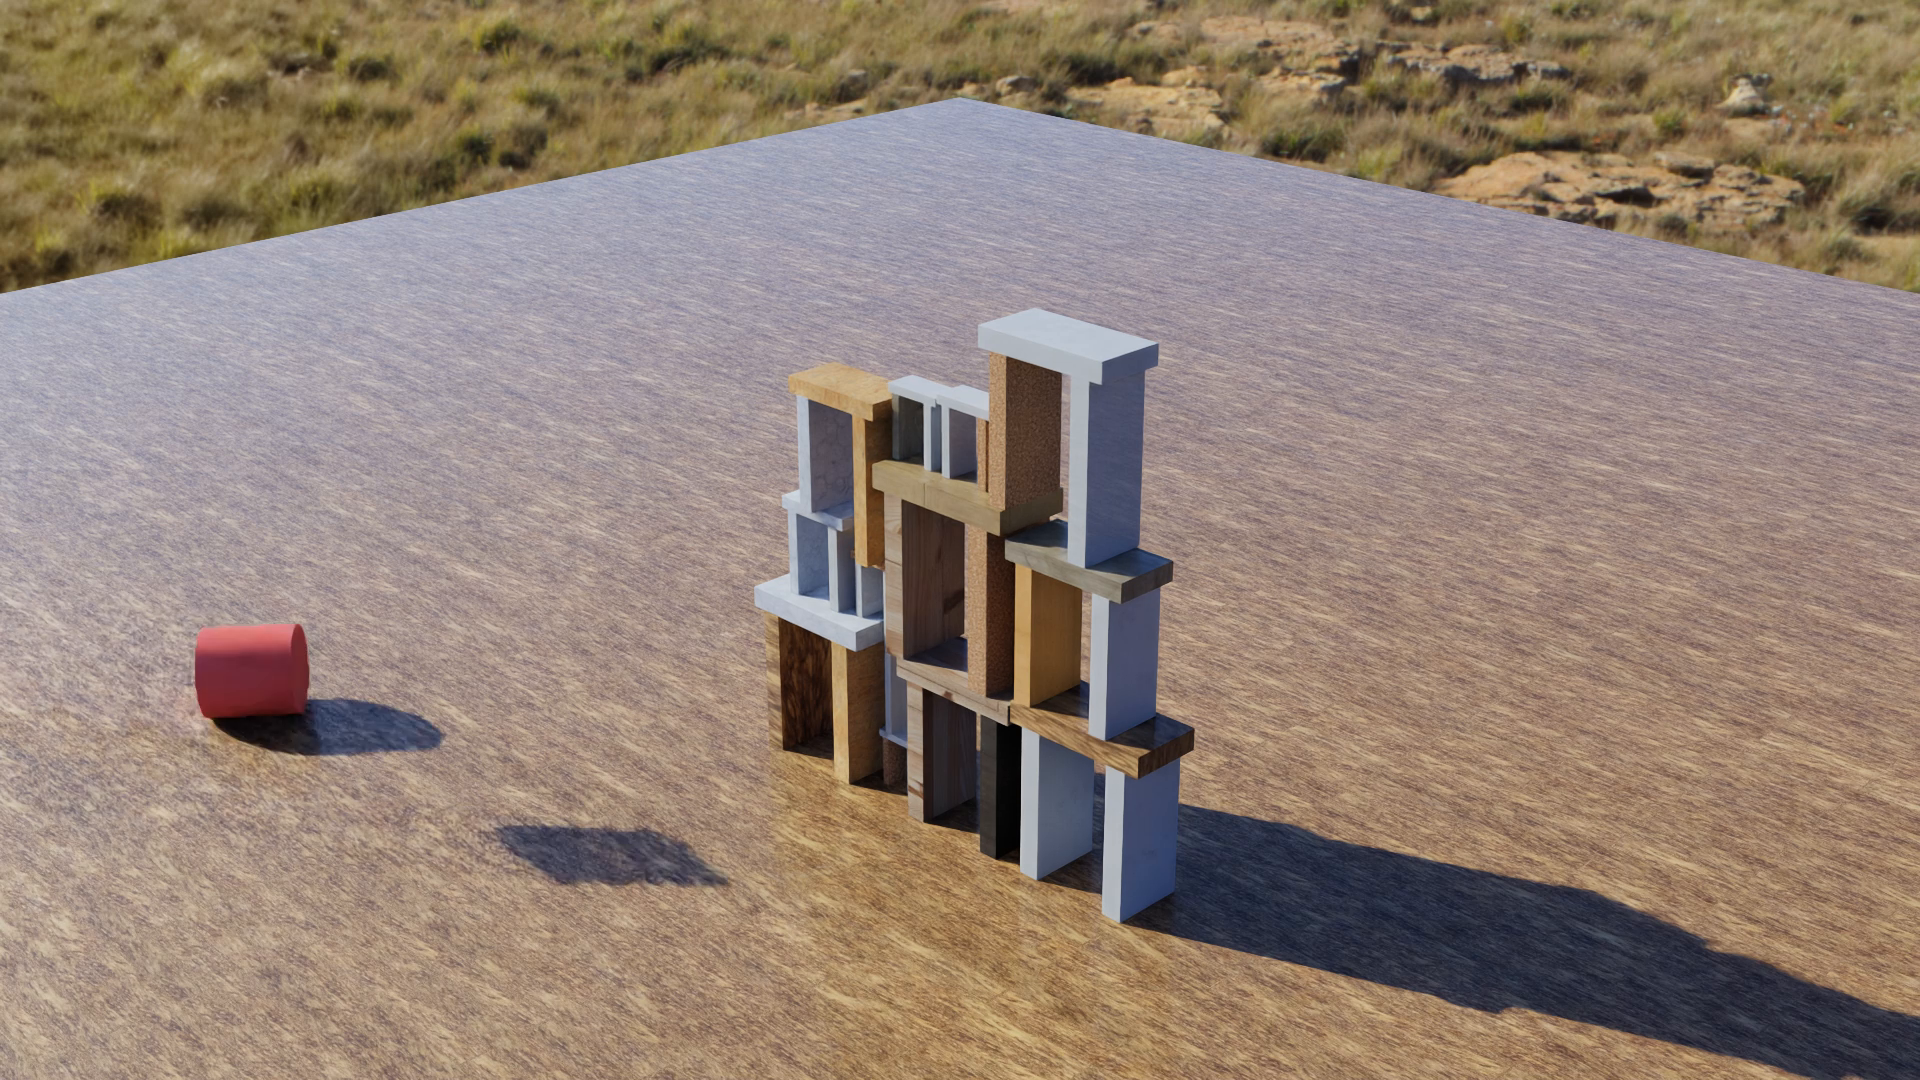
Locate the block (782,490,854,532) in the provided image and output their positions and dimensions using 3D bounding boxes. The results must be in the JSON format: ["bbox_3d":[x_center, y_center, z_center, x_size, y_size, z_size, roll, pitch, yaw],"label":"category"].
[{"bbox_3d":[-0.268,-0.067,4.491,0.184,0.026,0.092,21,31,41],"label":"block"}]

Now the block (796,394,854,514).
[{"bbox_3d":[-0.268,-0.187,4.428,0.035,0.245,0.122,21,31,41],"label":"block"}]

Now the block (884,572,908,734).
[{"bbox_3d":[-0.124,0.222,4.460,0.063,0.361,0.018,-21,31,-40],"label":"block"}]

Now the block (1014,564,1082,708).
[{"bbox_3d":[0.165,0.158,4.104,0.040,0.282,0.141,21,31,41],"label":"block"}]

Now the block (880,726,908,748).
[{"bbox_3d":[-0.109,0.403,4.515,0.054,0.015,0.108,-21,31,-41],"label":"block"}]

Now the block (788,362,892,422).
[{"bbox_3d":[-0.210,-0.293,4.321,0.122,0.035,0.245,-21,31,-41],"label":"block"}]

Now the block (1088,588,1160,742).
[{"bbox_3d":[0.298,0.210,3.982,0.040,0.282,0.141,21,31,41],"label":"block"}]

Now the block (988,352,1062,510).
[{"bbox_3d":[0.119,-0.215,4.004,0.042,0.295,0.148,21,31,41],"label":"block"}]

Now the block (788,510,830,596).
[{"bbox_3d":[-0.312,0.013,4.572,0.026,0.184,0.092,21,31,41],"label":"block"}]

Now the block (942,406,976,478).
[{"bbox_3d":[-0.002,-0.193,4.148,0.071,0.142,0.020,-21,31,-41],"label":"block"}]

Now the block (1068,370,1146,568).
[{"bbox_3d":[0.258,-0.136,3.887,0.042,0.350,0.148,21,31,41],"label":"block"}]

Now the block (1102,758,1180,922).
[{"bbox_3d":[0.337,0.539,4.087,0.045,0.316,0.158,21,31,41],"label":"block"}]

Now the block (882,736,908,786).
[{"bbox_3d":[-0.134,0.450,4.563,0.015,0.108,0.054,21,31,41],"label":"block"}]

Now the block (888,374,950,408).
[{"bbox_3d":[-0.068,-0.283,4.182,0.066,0.019,0.131,-21,31,-40],"label":"block"}]

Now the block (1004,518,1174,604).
[{"bbox_3d":[0.232,0.036,3.981,0.282,0.040,0.141,21,31,41],"label":"block"}]

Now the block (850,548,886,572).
[{"bbox_3d":[-0.154,0.036,4.413,0.063,0.018,0.125,-21,31,-40],"label":"block"}]

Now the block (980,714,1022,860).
[{"bbox_3d":[0.108,0.457,4.294,0.043,0.304,0.152,21,31,41],"label":"block"}]

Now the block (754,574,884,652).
[{"bbox_3d":[-0.264,0.140,4.568,0.315,0.045,0.157,21,31,41],"label":"block"}]

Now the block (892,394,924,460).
[{"bbox_3d":[-0.100,-0.226,4.239,0.066,0.131,0.019,-21,31,-40],"label":"block"}]

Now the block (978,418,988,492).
[{"bbox_3d":[0.065,-0.167,4.086,0.071,0.142,0.020,-21,31,-41],"label":"block"}]

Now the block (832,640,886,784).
[{"bbox_3d":[-0.190,0.334,4.569,0.045,0.315,0.157,21,31,41],"label":"block"}]

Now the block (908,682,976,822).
[{"bbox_3d":[-0.035,0.401,4.426,0.043,0.304,0.152,21,31,41],"label":"block"}]

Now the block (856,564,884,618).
[{"bbox_3d":[-0.183,0.090,4.468,0.063,0.125,0.018,-21,31,-41],"label":"block"}]

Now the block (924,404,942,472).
[{"bbox_3d":[-0.038,-0.202,4.182,0.019,0.131,0.066,21,31,41],"label":"block"}]

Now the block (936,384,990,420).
[{"bbox_3d":[0.031,-0.255,4.085,0.071,0.020,0.142,-21,31,-41],"label":"block"}]

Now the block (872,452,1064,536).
[{"bbox_3d":[0.012,-0.100,4.171,0.171,0.048,0.341,-21,31,-41],"label":"block"}]

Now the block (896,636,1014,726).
[{"bbox_3d":[0.036,0.269,4.292,0.152,0.043,0.304,-21,31,-40],"label":"block"}]

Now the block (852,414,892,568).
[{"bbox_3d":[-0.152,-0.111,4.335,0.122,0.313,0.035,-21,31,-41],"label":"block"}]

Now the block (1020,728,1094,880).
[{"bbox_3d":[0.188,0.480,4.224,0.045,0.316,0.158,21,31,41],"label":"block"}]

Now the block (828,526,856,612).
[{"bbox_3d":[-0.225,0.047,4.492,0.026,0.184,0.092,21,31,41],"label":"block"}]

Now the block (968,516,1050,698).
[{"bbox_3d":[0.092,0.111,4.173,0.171,0.341,0.048,-21,31,-40],"label":"block"}]

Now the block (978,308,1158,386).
[{"bbox_3d":[0.189,-0.343,3.875,0.295,0.042,0.148,21,31,41],"label":"block"}]

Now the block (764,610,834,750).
[{"bbox_3d":[-0.339,0.276,4.706,0.045,0.315,0.158,21,31,41],"label":"block"}]

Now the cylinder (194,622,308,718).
[{"bbox_3d":[-1.553,0.287,4.829,0.200,0.200,0.200,-3,23,-6],"label":"cylinder"}]

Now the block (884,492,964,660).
[{"bbox_3d":[-0.068,0.048,4.321,0.171,0.341,0.048,-21,31,-40],"label":"block"}]

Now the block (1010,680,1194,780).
[{"bbox_3d":[0.262,0.343,4.085,0.316,0.045,0.158,21,31,41],"label":"block"}]
